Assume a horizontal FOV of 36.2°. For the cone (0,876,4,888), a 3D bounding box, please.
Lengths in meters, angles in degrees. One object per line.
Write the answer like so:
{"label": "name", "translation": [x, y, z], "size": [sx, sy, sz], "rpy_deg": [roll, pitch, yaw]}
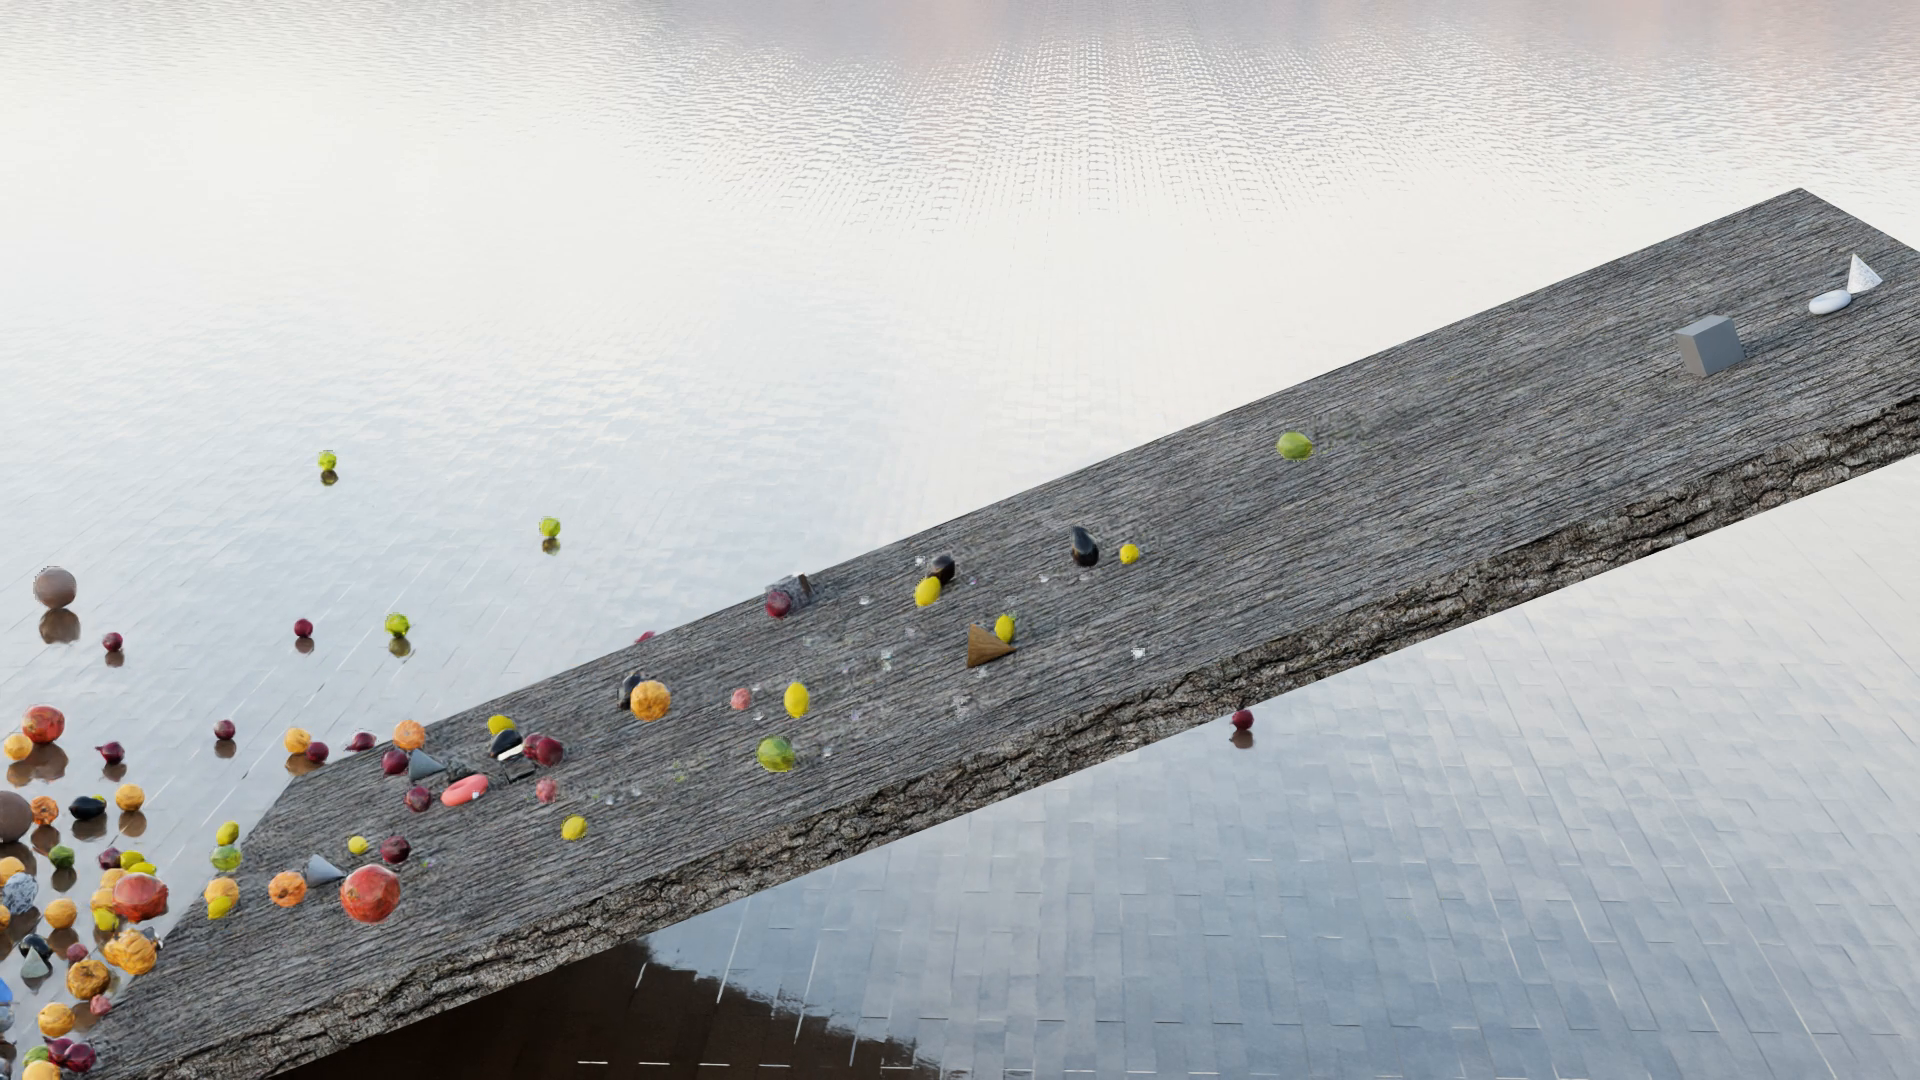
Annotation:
{"label": "cone", "translation": [-2.302, 0.808, 7.001], "size": [0.090, 0.090, 0.090], "rpy_deg": [24, 8, -15]}

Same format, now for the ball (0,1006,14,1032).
{"label": "ball", "translation": [-2.006, 1.002, 6.153], "size": [0.054, 0.054, 0.054], "rpy_deg": [0, 14, 0]}

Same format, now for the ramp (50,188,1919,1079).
{"label": "ramp", "translation": [0.126, 0.172, 6.289], "size": [4.000, 0.100, 2.000], "rpy_deg": [-21, 12, 7]}

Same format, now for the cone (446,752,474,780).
{"label": "cone", "translation": [-1.139, 0.528, 6.757], "size": [0.064, 0.064, 0.064], "rpy_deg": [17, 14, -1]}

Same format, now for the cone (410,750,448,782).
{"label": "cone", "translation": [-1.243, 0.534, 6.906], "size": [0.079, 0.079, 0.079], "rpy_deg": [6, 15, 5]}

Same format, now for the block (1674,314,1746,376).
{"label": "block", "translation": [1.472, -0.382, 5.775], "size": [0.086, 0.086, 0.086], "rpy_deg": [-24, 12, -7]}

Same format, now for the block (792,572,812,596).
{"label": "block", "translation": [-0.400, 0.116, 7.113], "size": [0.057, 0.057, 0.057], "rpy_deg": [-27, 13, -19]}

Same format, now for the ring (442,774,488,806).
{"label": "ring", "translation": [-1.102, 0.558, 6.546], "size": [0.110, 0.037, 0.110], "rpy_deg": [-23, 11, 5]}

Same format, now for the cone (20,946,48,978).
{"label": "cone", "translation": [-2.047, 0.924, 6.493], "size": [0.064, 0.064, 0.064], "rpy_deg": [0, 14, 0]}

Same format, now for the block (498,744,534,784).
{"label": "block", "translation": [-0.986, 0.498, 6.536], "size": [0.059, 0.059, 0.059], "rpy_deg": [-24, 12, -5]}

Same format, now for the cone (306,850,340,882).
{"label": "cone", "translation": [-1.356, 0.717, 6.332], "size": [0.074, 0.074, 0.074], "rpy_deg": [32, 25, 16]}

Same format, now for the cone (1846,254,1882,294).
{"label": "cone", "translation": [1.802, -0.542, 5.895], "size": [0.072, 0.072, 0.072], "rpy_deg": [-22, 12, 5]}

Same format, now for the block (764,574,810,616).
{"label": "block", "translation": [-0.414, 0.132, 7.040], "size": [0.069, 0.069, 0.069], "rpy_deg": [-26, 13, -16]}

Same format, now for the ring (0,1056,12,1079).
{"label": "ring", "translation": [-1.981, 1.078, 5.918], "size": [0.141, 0.047, 0.141], "rpy_deg": [-1, 15, 0]}

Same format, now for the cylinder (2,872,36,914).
{"label": "cylinder", "translation": [-2.196, 0.825, 6.863], "size": [0.075, 0.075, 0.075], "rpy_deg": [-4, 31, -16]}

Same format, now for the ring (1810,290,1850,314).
{"label": "ring", "translation": [1.726, -0.472, 5.837], "size": [0.084, 0.028, 0.084], "rpy_deg": [-21, 12, 5]}

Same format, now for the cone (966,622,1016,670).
{"label": "cone", "translation": [0.065, 0.214, 5.878], "size": [0.097, 0.097, 0.097], "rpy_deg": [4, 14, 0]}

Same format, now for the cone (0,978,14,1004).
{"label": "cone", "translation": [-2.083, 0.956, 6.349], "size": [0.071, 0.071, 0.071], "rpy_deg": [0, 14, 0]}
